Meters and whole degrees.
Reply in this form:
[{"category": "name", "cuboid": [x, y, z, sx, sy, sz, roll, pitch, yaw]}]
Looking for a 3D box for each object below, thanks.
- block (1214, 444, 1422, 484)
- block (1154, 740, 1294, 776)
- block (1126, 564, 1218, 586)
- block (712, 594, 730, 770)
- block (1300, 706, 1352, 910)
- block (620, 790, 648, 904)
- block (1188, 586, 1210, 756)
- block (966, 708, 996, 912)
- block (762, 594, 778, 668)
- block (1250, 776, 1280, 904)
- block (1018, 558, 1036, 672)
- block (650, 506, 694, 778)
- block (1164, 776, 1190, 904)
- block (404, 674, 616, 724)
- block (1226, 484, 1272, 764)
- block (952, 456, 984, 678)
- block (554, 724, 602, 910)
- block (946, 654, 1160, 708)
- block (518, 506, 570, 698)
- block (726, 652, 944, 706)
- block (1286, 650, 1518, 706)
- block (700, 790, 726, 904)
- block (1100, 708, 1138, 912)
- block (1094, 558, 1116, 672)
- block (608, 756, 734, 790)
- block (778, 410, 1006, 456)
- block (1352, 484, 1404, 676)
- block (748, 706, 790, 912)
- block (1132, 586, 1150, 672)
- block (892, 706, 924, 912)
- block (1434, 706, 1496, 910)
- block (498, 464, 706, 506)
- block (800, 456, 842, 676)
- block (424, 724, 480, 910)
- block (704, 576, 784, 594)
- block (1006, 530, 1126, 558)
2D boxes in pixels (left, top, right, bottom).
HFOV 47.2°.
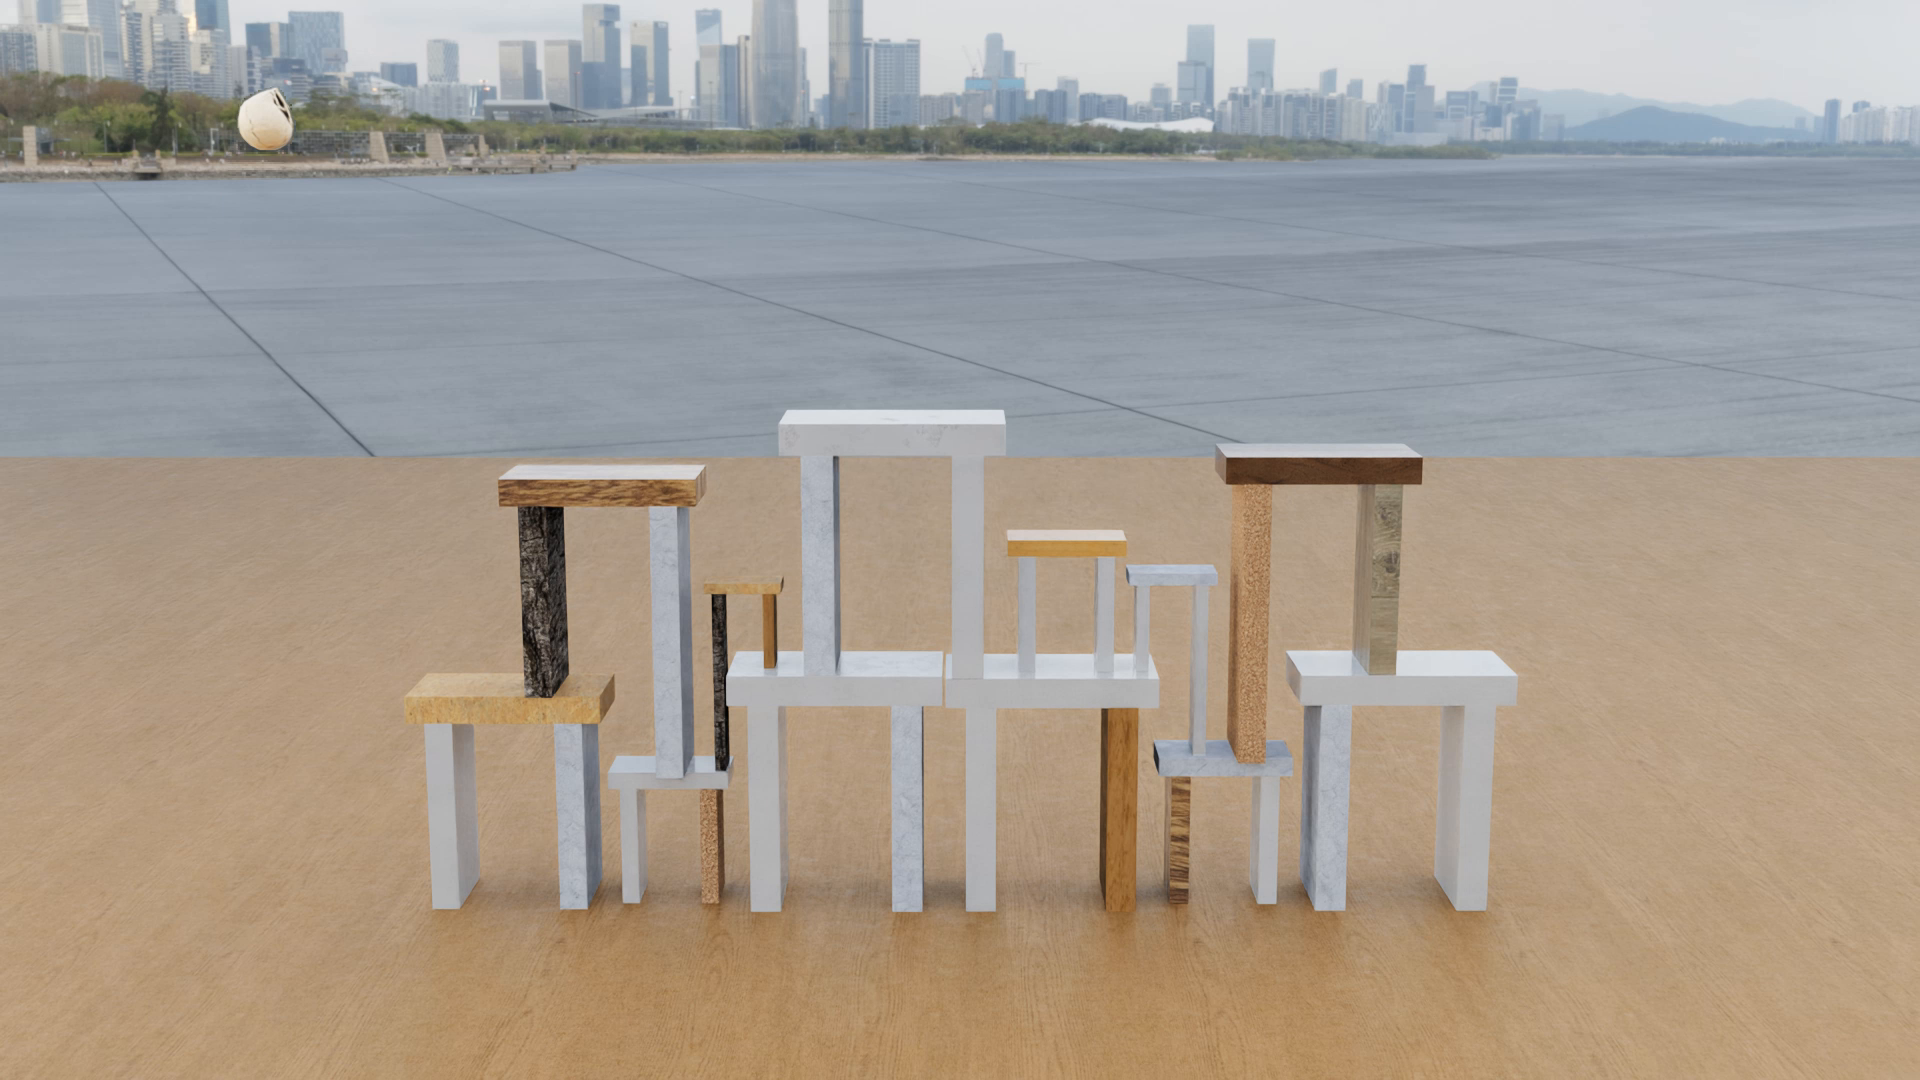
[{"category": "block", "cuboid": [0.573, -0.123, 3.535, 0.309, 0.044, 0.154, 0, 11, 0]}, {"category": "block", "cuboid": [0.433, 0.360, 3.630, 0.218, 0.031, 0.109, 0, 11, 0]}, {"category": "block", "cuboid": [0.343, 0.057, 3.567, 0.142, 0.020, 0.071, 0, 11, 0]}, {"category": "block", "cuboid": [-0.392, 0.226, 3.598, 0.017, 0.295, 0.062, 0, 11, 0]}, {"category": "block", "cuboid": [0.604, 0.419, 3.642, 0.049, 0.346, 0.173, 0, 11, 0]}, {"category": "block", "cuboid": [-0.542, 0.494, 3.654, 0.028, 0.195, 0.098, 0, 11, 0]}, {"category": "block", "cuboid": [0.390, 0.206, 3.595, 0.020, 0.284, 0.071, 0, 11, 0]}, {"category": "block", "cuboid": [0.034, 0.422, 3.637, 0.048, 0.342, 0.171, 0, 11, 0]}, {"category": "block", "cuboid": [-0.309, 0.142, 3.582, 0.017, 0.123, 0.062, 0, 11, 0]}, {"category": "block", "cuboid": [0.505, 0.482, 3.653, 0.031, 0.218, 0.109, 0, 11, 0]}, {"category": "block", "cuboid": [0.108, 0.112, 3.585, 0.027, 0.190, 0.095, 0, 11, 0]}, {"category": "block", "cuboid": [-0.469, 0.152, 3.587, 0.044, 0.445, 0.155, 0, 11, 0]}, {"category": "block", "cuboid": [0.360, 0.482, 3.653, 0.031, 0.218, 0.109, 0, 11, 0]}, {"category": "block", "cuboid": [-0.736, 0.259, 3.612, 0.313, 0.044, 0.157, 0, 11, 0]}, {"category": "block", "cuboid": [0.470, 0.122, 3.580, 0.044, 0.455, 0.154, 0, 11, 0]}, {"category": "block", "cuboid": [0.012, 0.029, 3.568, 0.050, 0.360, 0.178, 0, 11, 0]}, {"category": "block", "cuboid": [-0.631, 0.435, 3.645, 0.044, 0.313, 0.157, 0, 11, 0]}, {"category": "block", "cuboid": [0.148, 0.230, 3.602, 0.342, 0.048, 0.171, 0, 11, 0]}, {"category": "block", "cuboid": [-0.676, 0.086, 3.574, 0.044, 0.311, 0.155, 0, 11, 0]}, {"category": "block", "cuboid": [-0.201, 0.226, 3.601, 0.346, 0.049, 0.173, 0, 11, 0]}, {"category": "block", "cuboid": [0.719, 0.225, 3.606, 0.346, 0.049, 0.173, 0, 11, 0]}, {"category": "block", "cuboid": [-0.411, 0.494, 3.654, 0.028, 0.195, 0.098, 0, 11, 0]}, {"category": "block", "cuboid": [0.262, 0.422, 3.637, 0.048, 0.342, 0.171, 0, 11, 0]}, {"category": "block", "cuboid": [0.235, 0.112, 3.585, 0.027, 0.190, 0.095, 0, 11, 0]}, {"category": "block", "cuboid": [-0.476, 0.384, 3.633, 0.195, 0.028, 0.098, 0, 11, 0]}, {"category": "block", "cuboid": [-0.106, -0.173, 3.531, 0.356, 0.050, 0.178, 0, 11, 0]}, {"category": "block", "cuboid": [0.676, 0.051, 3.567, 0.044, 0.309, 0.154, 0, 11, 0]}, {"category": "block", "cuboid": [-0.316, 0.420, 3.637, 0.049, 0.346, 0.173, 0, 11, 0]}, {"category": "block", "cuboid": [0.295, 0.137, 3.582, 0.020, 0.142, 0.071, 0, 11, 0]}, {"category": "block", "cuboid": [-0.086, 0.420, 3.637, 0.049, 0.346, 0.173, 0, 11, 0]}, {"category": "block", "cuboid": [0.835, 0.419, 3.642, 0.049, 0.346, 0.173, 0, 11, 0]}, {"category": "block", "cuboid": [-0.572, -0.088, 3.542, 0.310, 0.044, 0.155, 0, 11, 0]}, {"category": "block", "cuboid": [-0.225, 0.027, 3.567, 0.050, 0.356, 0.178, 0, 11, 0]}, {"category": "block", "cuboid": [-0.840, 0.435, 3.645, 0.044, 0.313, 0.157, 0, 11, 0]}, {"category": "block", "cuboid": [-0.350, 0.073, 3.569, 0.123, 0.017, 0.062, 0, 11, 0]}, {"category": "block", "cuboid": [0.172, 0.005, 3.565, 0.190, 0.027, 0.095, 0, 11, 0]}]
